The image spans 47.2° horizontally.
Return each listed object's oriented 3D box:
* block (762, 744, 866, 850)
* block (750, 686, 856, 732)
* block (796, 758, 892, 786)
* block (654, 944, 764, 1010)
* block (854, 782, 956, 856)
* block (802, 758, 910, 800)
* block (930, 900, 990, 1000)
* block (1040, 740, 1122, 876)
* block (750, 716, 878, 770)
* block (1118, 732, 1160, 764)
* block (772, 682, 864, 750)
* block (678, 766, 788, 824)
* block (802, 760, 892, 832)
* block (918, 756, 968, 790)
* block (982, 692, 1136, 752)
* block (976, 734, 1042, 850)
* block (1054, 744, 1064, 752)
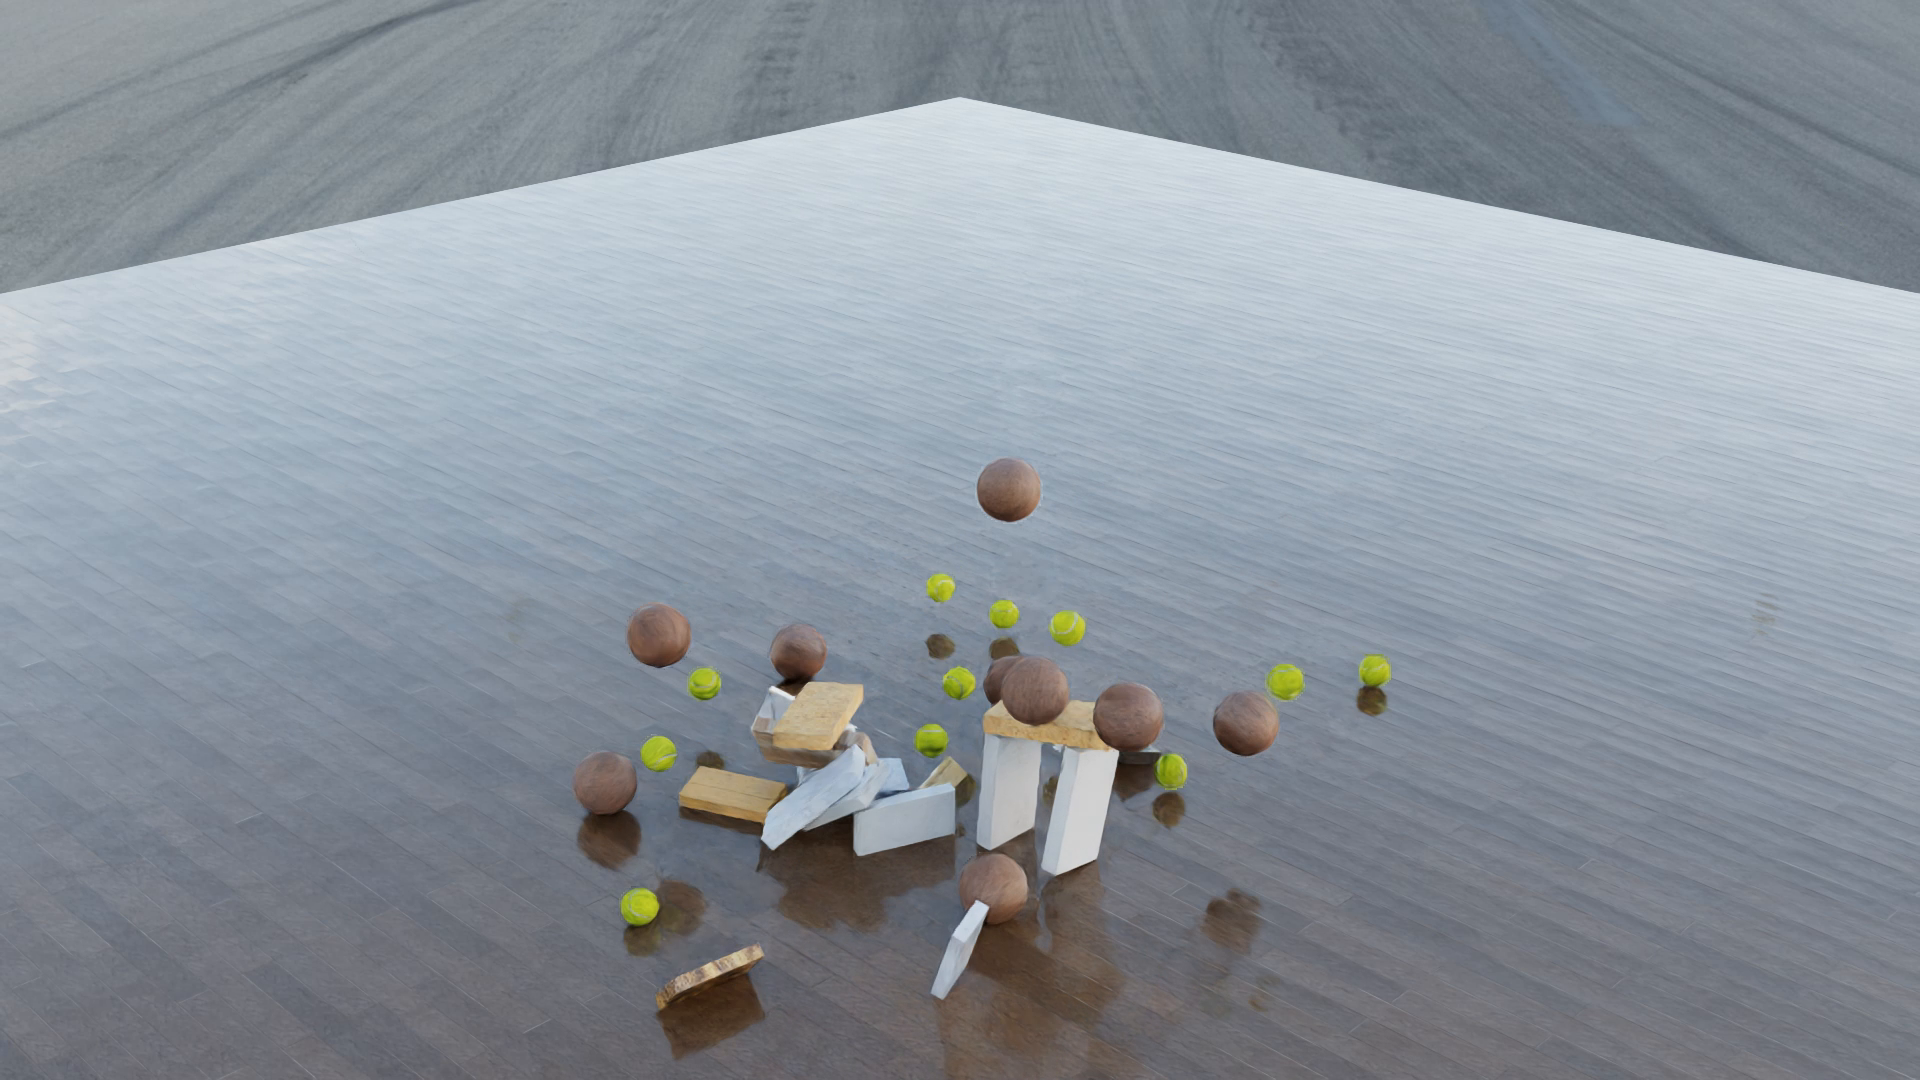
[{"bbox_3d":[-0.287,0.505,4.326,0.235,0.033,0.117,-38,15,14],"label":"block"},{"bbox_3d":[-0.328,0.395,4.604,0.198,0.099,0.028,26,12,-3],"label":"block"},{"bbox_3d":[-0.235,0.495,4.558,0.198,0.028,0.099,-4,23,-8],"label":"block"},{"bbox_3d":[-0.439,0.764,3.852,0.181,0.090,0.026,-18,71,-36],"label":"block"},{"bbox_3d":[-0.109,0.550,4.330,0.206,0.103,0.029,-10,29,-23],"label":"block"},{"bbox_3d":[-0.214,0.499,4.483,0.206,0.029,0.103,-6,33,-11],"label":"block"},{"bbox_3d":[-0.001,0.714,3.829,0.026,0.181,0.090,29,45,12],"label":"block"},{"bbox_3d":[0.233,0.505,4.214,0.037,0.260,0.130,25,24,36],"label":"block"},{"bbox_3d":[-0.293,0.421,4.458,0.244,0.117,0.033,7,54,20],"label":"block"},{"bbox_3d":[0.339,0.427,4.673,0.090,0.026,0.181,2,18,-30],"label":"block"},{"bbox_3d":[-0.284,0.352,4.420,0.117,0.033,0.235,2,22,14],"label":"block"},{"bbox_3d":[-0.462,0.519,4.481,0.198,0.028,0.099,9,34,20],"label":"block"},{"bbox_3d":[-0.230,0.503,4.314,0.206,0.029,0.103,-27,20,45],"label":"block"},{"bbox_3d":[-0.039,0.495,4.457,0.106,0.053,0.015,-48,11,-15],"label":"block"},{"bbox_3d":[0.189,0.345,4.202,0.260,0.037,0.130,6,19,27],"label":"block"},{"bbox_3d":[0.099,0.470,4.316,0.037,0.260,0.130,27,35,37],"label":"block"},{"bbox_3d":[0.217,0.395,4.528,0.015,0.053,0.106,26,14,4],"label":"block"}]
